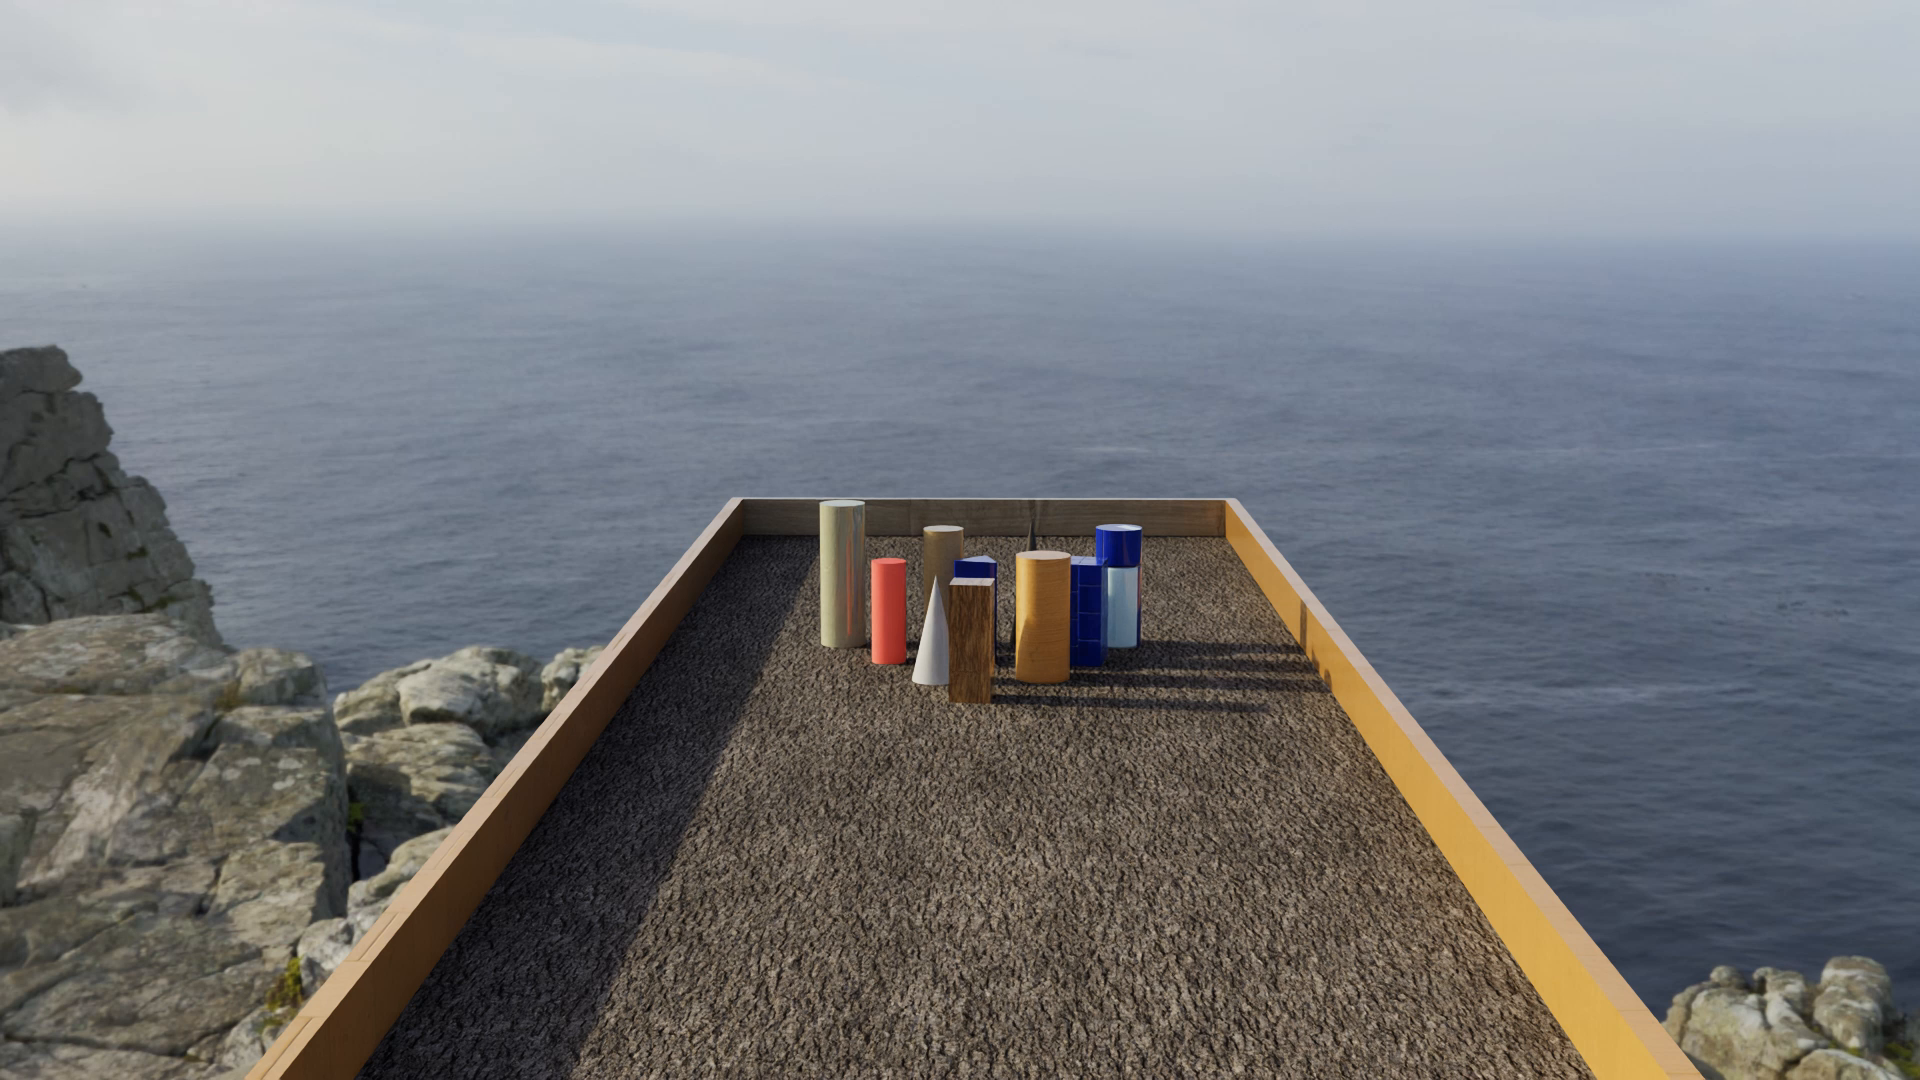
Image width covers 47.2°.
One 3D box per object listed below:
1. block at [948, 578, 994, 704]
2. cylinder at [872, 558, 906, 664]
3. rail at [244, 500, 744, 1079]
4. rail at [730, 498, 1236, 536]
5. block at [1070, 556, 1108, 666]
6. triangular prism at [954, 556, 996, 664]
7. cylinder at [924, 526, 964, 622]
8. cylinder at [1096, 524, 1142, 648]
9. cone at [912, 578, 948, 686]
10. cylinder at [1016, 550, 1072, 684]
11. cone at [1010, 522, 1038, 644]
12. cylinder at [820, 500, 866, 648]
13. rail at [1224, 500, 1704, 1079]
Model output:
[{"bbox_3d":[0.034,0.281,6.170,0.116,0.334,0.116,1,9,7],"label":"block"},{"bbox_3d":[-0.216,0.215,6.666,0.104,0.308,0.104,0,9,0],"label":"cylinder"},{"bbox_3d":[-1.004,0.839,3.234,0.050,0.150,12.000,0,9,1],"label":"rail"},{"bbox_3d":[0.099,-0.098,9.147,2.100,0.150,0.050,0,9,1],"label":"rail"},{"bbox_3d":[0.362,0.215,6.669,0.154,0.309,0.154,2,9,11],"label":"block"},{"bbox_3d":[0.062,0.209,6.707,0.132,0.309,0.114,3,9,17],"label":"triangular prism"},{"bbox_3d":[-0.052,0.146,6.910,0.126,0.369,0.126,0,9,0],"label":"cylinder"},{"bbox_3d":[0.497,0.145,6.906,0.145,0.372,0.145,0,9,0],"label":"cylinder"},{"bbox_3d":[-0.070,0.254,6.407,0.143,0.313,0.143,0,9,0],"label":"cone"},{"bbox_3d":[0.243,0.224,6.430,0.160,0.365,0.160,0,9,0],"label":"cylinder"},{"bbox_3d":[0.226,0.125,6.942,0.136,0.401,0.136,0,9,0],"label":"cone"},{"bbox_3d":[-0.368,0.105,6.917,0.143,0.447,0.143,0,9,0],"label":"cylinder"},{"bbox_3d":[1.046,0.843,3.208,0.050,0.150,12.000,0,9,1],"label":"rail"}]
